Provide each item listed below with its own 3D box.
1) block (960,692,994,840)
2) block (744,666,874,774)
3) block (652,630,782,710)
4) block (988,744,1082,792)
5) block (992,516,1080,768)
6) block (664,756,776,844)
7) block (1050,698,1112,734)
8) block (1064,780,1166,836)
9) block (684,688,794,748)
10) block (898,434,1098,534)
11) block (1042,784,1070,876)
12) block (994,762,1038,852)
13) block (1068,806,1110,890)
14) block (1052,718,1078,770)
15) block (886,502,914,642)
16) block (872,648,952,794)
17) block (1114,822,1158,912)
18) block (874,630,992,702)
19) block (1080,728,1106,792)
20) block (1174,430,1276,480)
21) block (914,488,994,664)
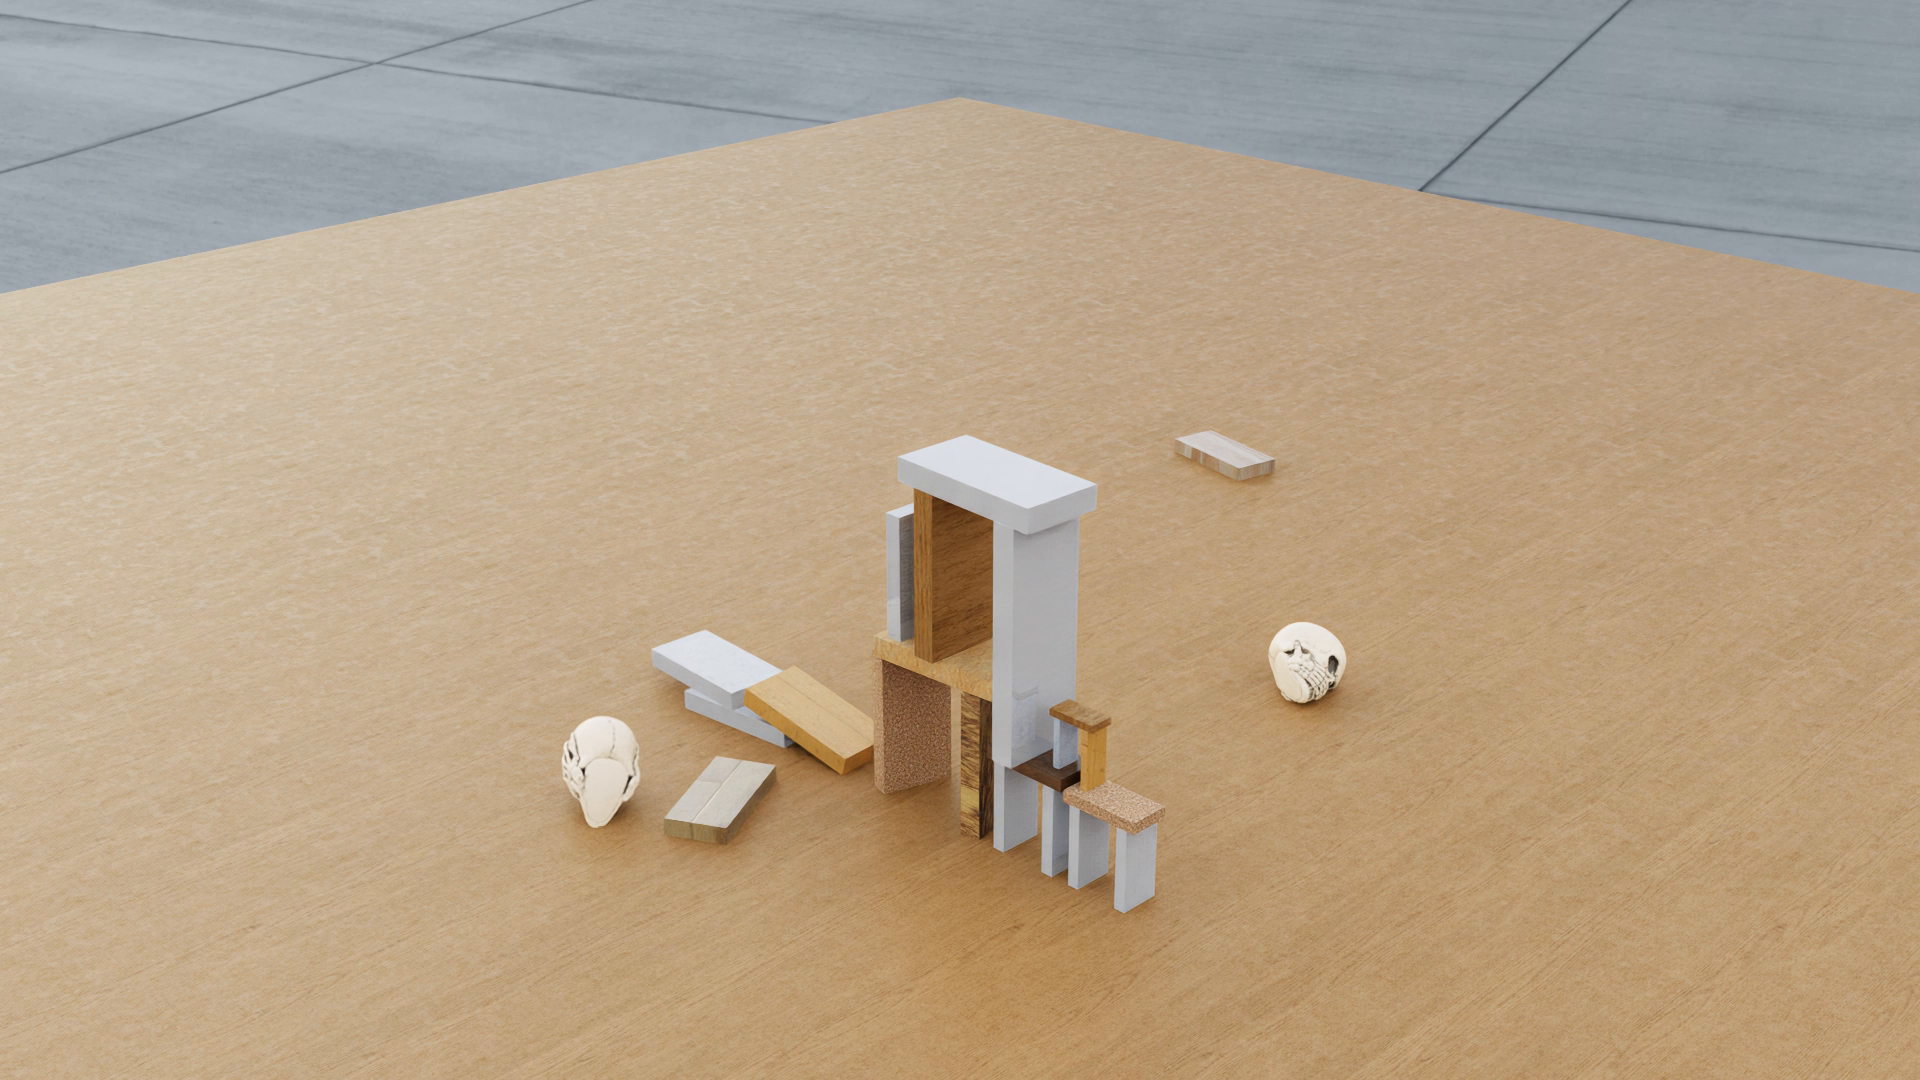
[{"bbox_3d":[0.066,0.421,4.367,0.044,0.314,0.157,16,28,33],"label":"block"},{"bbox_3d":[-0.305,0.384,4.714,0.300,0.042,0.150,32,36,30],"label":"block"},{"bbox_3d":[-0.540,0.289,4.917,0.150,0.042,0.300,-20,30,-38],"label":"block"},{"bbox_3d":[0.156,0.423,4.233,0.097,0.027,0.193,-21,31,-40],"label":"block"},{"bbox_3d":[0.142,0.176,4.149,0.178,0.493,0.050,-21,31,-40],"label":"block"},{"bbox_3d":[-0.485,0.527,4.470,0.134,0.038,0.267,7,24,16],"label":"block"},{"bbox_3d":[0.226,0.330,4.123,0.107,0.015,0.054,21,31,40],"label":"block"},{"bbox_3d":[0.288,0.494,4.115,0.088,0.025,0.175,-21,31,-41],"label":"block"},{"bbox_3d":[-0.446,0.367,4.841,0.300,0.042,0.150,17,29,35],"label":"block"},{"bbox_3d":[0.067,-0.107,4.121,0.178,0.050,0.356,-20,30,-38],"label":"block"},{"bbox_3d":[0.201,0.543,4.234,0.097,0.194,0.027,-21,31,-41],"label":"block"},{"bbox_3d":[0.110,0.507,4.318,0.097,0.193,0.027,-21,31,-41],"label":"block"},{"bbox_3d":[0.246,0.570,4.192,0.025,0.175,0.088,21,31,41],"label":"block"},{"bbox_3d":[0.201,0.376,4.172,0.015,0.107,0.054,21,31,41],"label":"block"},{"bbox_3d":[-0.084,0.057,4.366,0.134,0.267,0.038,-21,31,-40],"label":"block"},{"bbox_3d":[-0.098,0.356,4.519,0.157,0.314,0.044,-12,26,-26],"label":"block"},{"bbox_3d":[0.329,0.602,4.116,0.025,0.176,0.088,21,31,41],"label":"block"},{"bbox_3d":[-0.002,0.229,4.360,0.314,0.044,0.157,19,29,37],"label":"block"},{"bbox_3d":[0.251,0.406,4.129,0.054,0.128,0.015,-21,31,-41],"label":"block"},{"bbox_3d":[0.755,-0.243,6.285,0.134,0.038,0.284,-15,27,-31],"label":"block"},{"bbox_3d":[-0.007,0.046,4.278,0.178,0.356,0.050,-21,31,-40],"label":"block"}]
